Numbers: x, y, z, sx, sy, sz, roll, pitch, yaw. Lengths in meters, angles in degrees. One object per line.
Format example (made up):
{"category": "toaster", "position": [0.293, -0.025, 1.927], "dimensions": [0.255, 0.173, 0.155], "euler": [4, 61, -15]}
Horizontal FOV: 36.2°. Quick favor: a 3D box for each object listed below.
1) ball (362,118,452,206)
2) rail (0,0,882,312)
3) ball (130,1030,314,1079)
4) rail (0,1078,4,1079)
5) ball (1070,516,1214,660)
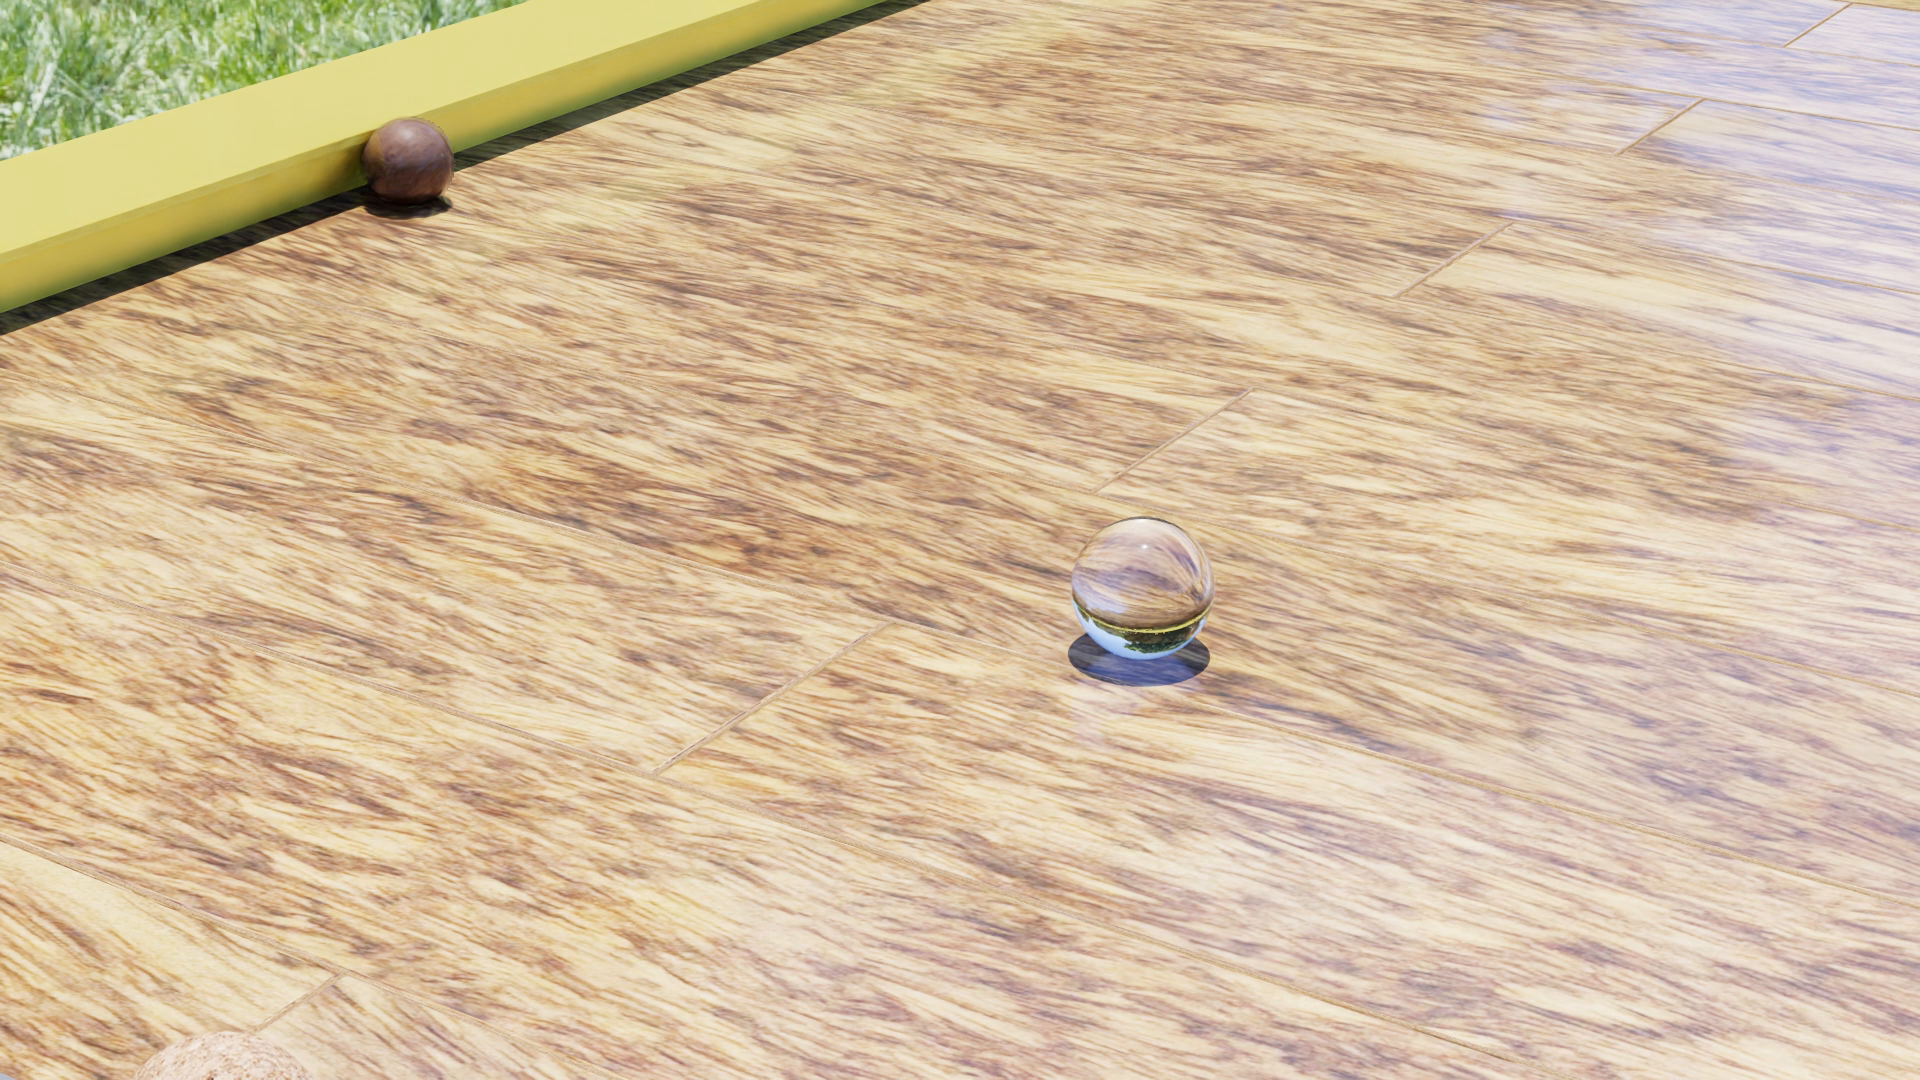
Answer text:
{"category": "ball", "position": [-0.505, -0.345, 2.687], "dimensions": [0.081, 0.081, 0.081], "euler": [0, 24, 0]}
{"category": "rail", "position": [-0.358, -0.501, 2.987], "dimensions": [0.045, 0.123, 3.276], "euler": [15, 28, 30]}
{"category": "ball", "position": [-0.325, 0.263, 1.290], "dimensions": [0.094, 0.094, 0.094], "euler": [0, 24, 0]}
{"category": "rail", "position": [-0.430, 0.255, 1.272], "dimensions": [1.954, 0.123, 0.045], "euler": [15, 28, 30]}
{"category": "ball", "position": [0.113, 0.030, 1.826], "dimensions": [0.089, 0.089, 0.089], "euler": [0, 24, 0]}
